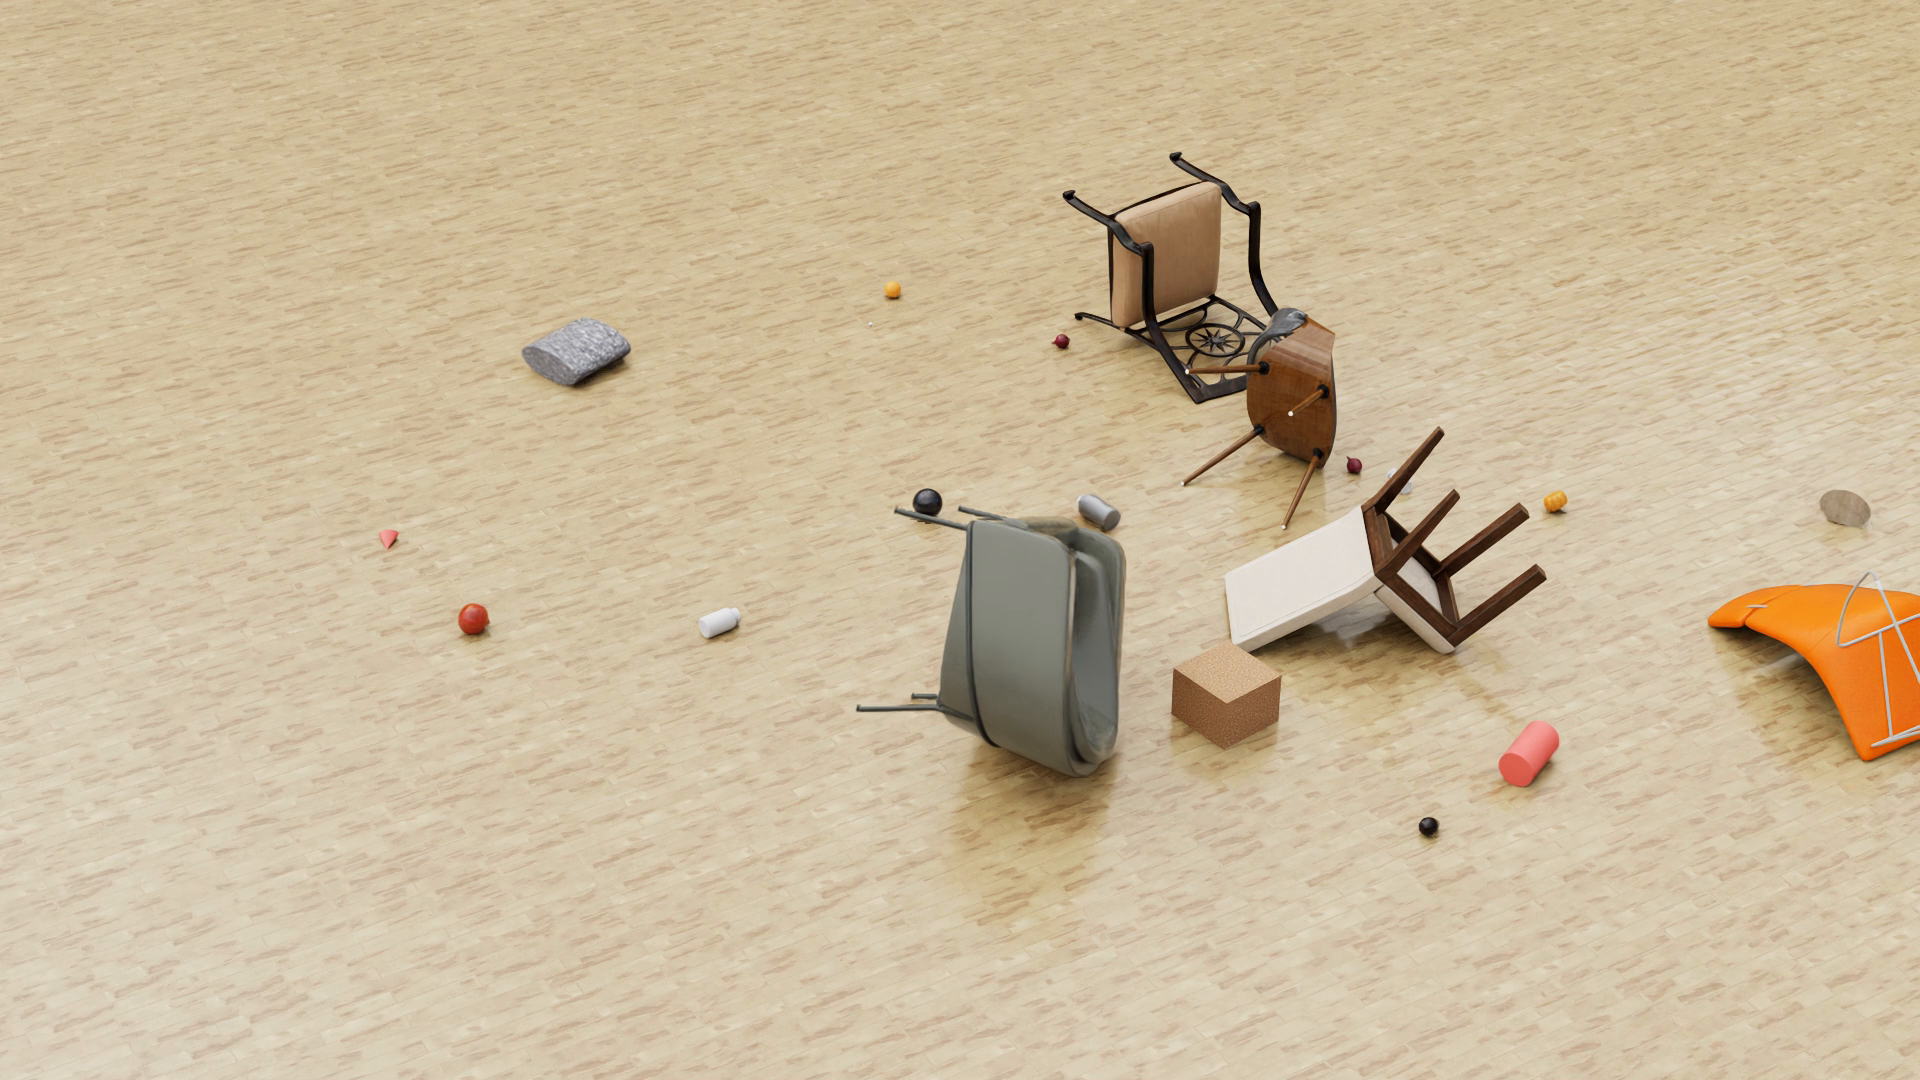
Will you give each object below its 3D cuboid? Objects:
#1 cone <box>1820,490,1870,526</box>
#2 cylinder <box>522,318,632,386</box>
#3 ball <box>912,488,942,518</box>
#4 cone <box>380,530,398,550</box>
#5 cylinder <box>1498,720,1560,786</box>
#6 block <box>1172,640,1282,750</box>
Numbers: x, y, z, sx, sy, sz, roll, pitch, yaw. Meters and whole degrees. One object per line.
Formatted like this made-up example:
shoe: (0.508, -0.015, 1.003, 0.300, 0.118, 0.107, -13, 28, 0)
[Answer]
cone: (3.352, -0.140, 11.099, 0.192, 0.130, 0.191, 24, 18, 11)
cylinder: (-1.570, -0.774, 11.997, 0.319, 0.133, 0.314, 26, 41, 31)
ball: (-0.122, -0.138, 11.050, 0.115, 0.115, 0.115, 0, 33, 0)
cone: (-2.130, 0.008, 10.912, 0.075, 0.047, 0.081, -4, 50, 3)
cylinder: (1.893, 0.709, 9.754, 0.123, 0.127, 0.216, -4, 25, 40)
block: (0.905, 0.526, 9.970, 0.255, 0.194, 0.262, -24, 40, -32)
